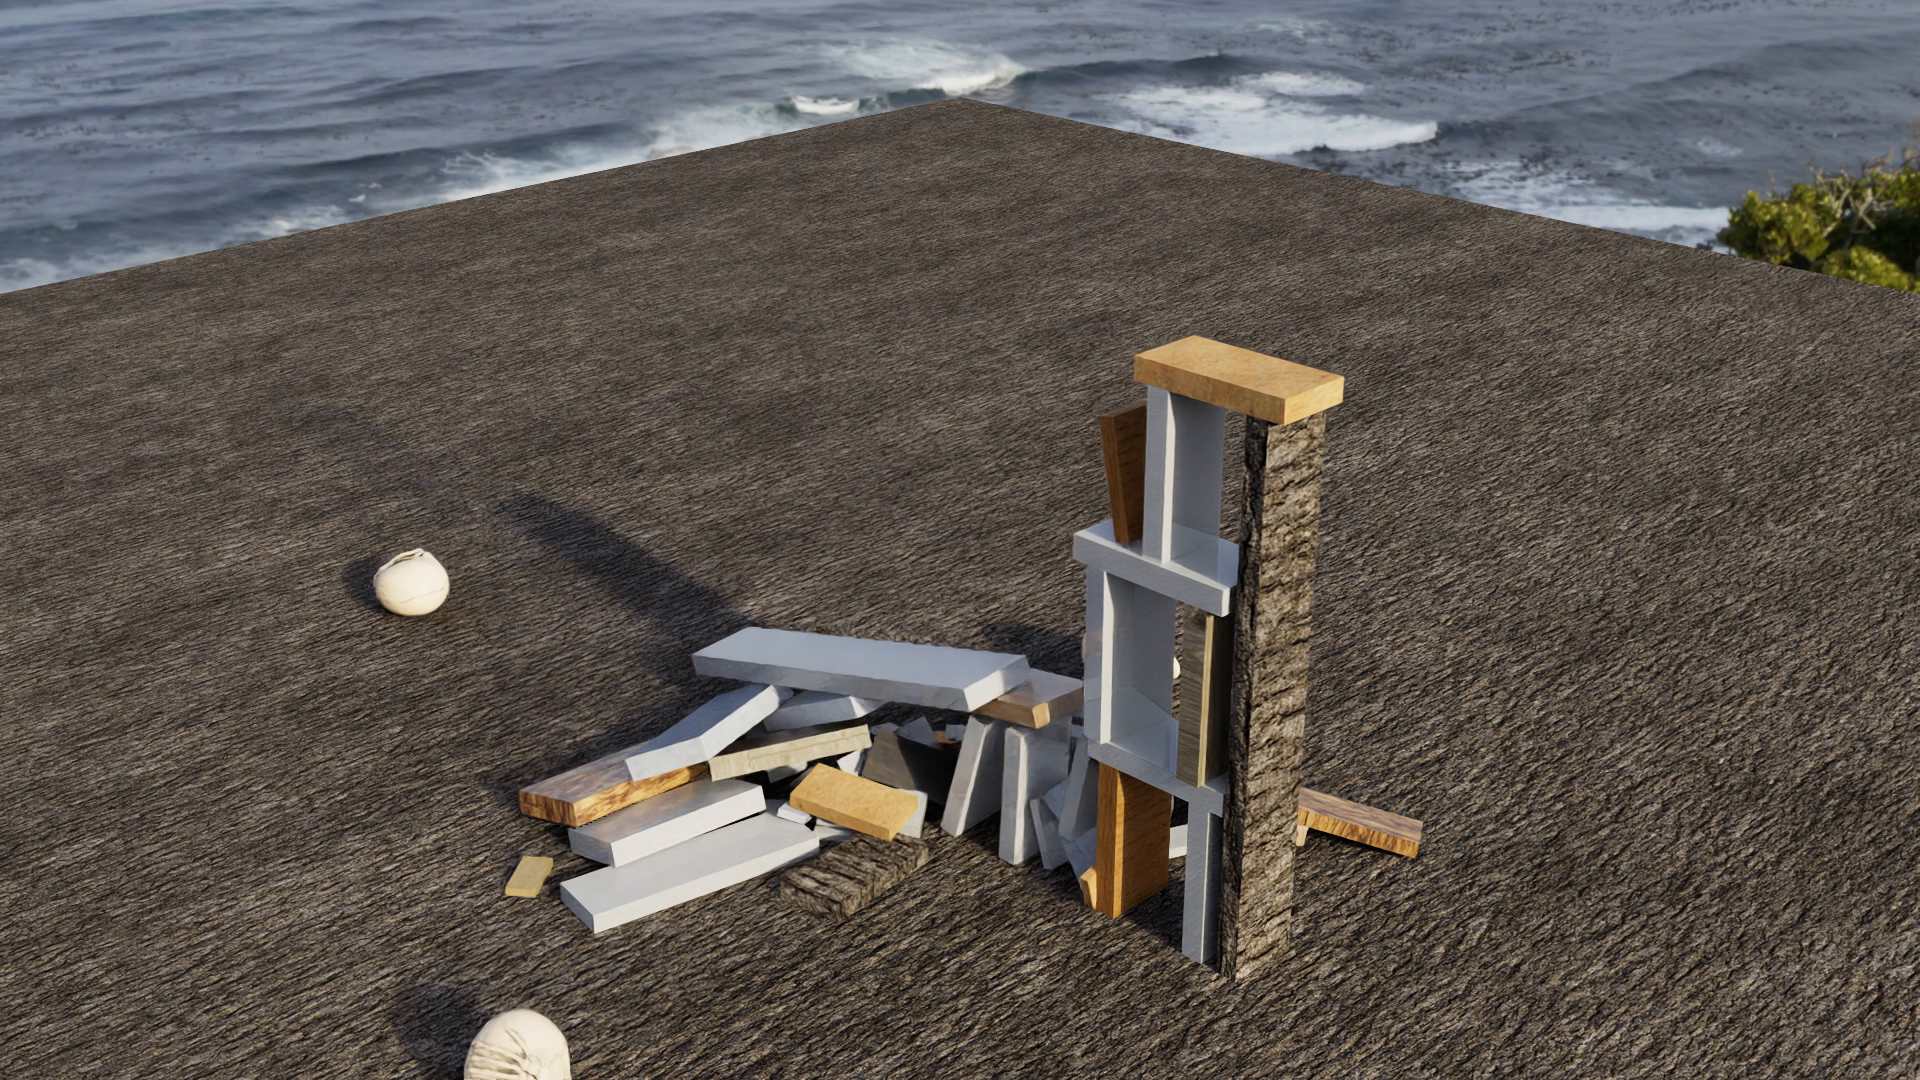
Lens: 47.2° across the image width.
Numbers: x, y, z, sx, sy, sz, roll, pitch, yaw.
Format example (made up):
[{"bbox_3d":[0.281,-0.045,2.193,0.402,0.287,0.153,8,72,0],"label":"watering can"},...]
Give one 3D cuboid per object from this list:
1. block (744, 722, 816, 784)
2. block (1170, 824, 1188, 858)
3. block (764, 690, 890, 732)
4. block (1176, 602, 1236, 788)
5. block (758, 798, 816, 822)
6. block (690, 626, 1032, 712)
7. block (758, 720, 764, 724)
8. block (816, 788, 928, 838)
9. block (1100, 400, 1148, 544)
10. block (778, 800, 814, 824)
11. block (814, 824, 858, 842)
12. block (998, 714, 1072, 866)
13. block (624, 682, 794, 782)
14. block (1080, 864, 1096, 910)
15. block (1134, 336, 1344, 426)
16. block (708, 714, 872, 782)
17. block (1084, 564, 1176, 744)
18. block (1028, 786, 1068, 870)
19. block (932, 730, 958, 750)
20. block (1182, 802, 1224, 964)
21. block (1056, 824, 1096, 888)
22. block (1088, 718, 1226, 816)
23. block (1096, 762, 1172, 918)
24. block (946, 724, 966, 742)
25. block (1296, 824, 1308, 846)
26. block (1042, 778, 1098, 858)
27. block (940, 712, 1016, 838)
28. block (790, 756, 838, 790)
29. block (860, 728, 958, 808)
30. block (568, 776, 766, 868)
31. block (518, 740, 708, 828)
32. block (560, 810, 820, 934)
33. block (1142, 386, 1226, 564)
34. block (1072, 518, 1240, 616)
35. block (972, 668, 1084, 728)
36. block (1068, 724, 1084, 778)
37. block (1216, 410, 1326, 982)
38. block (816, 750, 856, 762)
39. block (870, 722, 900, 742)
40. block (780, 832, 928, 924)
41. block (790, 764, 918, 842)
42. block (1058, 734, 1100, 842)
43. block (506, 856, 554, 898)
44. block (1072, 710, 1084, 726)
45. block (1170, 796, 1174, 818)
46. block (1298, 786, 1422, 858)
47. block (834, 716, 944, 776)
[{"bbox_3d":[-0.383,0.440,4.649,0.103,0.029,0.207,-20,25,-13],"label":"block"},{"bbox_3d":[0.437,0.589,4.314,0.305,0.020,0.072,-8,24,-29],"label":"block"},{"bbox_3d":[-0.257,0.336,4.589,0.163,0.046,0.327,-24,6,-39],"label":"block"},{"bbox_3d":[0.457,0.245,3.827,0.170,0.340,0.048,-21,31,-41],"label":"block"},{"bbox_3d":[-0.344,0.548,4.449,0.117,0.017,0.058,2,23,4],"label":"block"},{"bbox_3d":[-0.228,0.259,4.535,0.163,0.046,0.960,-26,17,-35],"label":"block"},{"bbox_3d":[-0.437,0.391,4.786,0.112,0.016,0.056,9,49,14],"label":"block"},{"bbox_3d":[-0.174,0.537,4.395,0.208,0.029,0.104,7,35,5],"label":"block"},{"bbox_3d":[0.306,-0.120,3.835,0.113,0.226,0.032,-22,20,-41],"label":"block"},{"bbox_3d":[-0.317,0.536,4.397,0.058,0.017,0.117,16,14,13],"label":"block"},{"bbox_3d":[-0.237,0.580,4.374,0.104,0.015,0.052,4,23,8],"label":"block"},{"bbox_3d":[0.146,0.476,4.269,0.041,0.287,0.144,25,33,39],"label":"block"},{"bbox_3d":[-0.509,0.383,4.532,0.174,0.049,0.455,-18,6,21],"label":"block"},{"bbox_3d":[0.286,0.625,4.148,0.020,0.072,0.143,21,46,41],"label":"block"},{"bbox_3d":[0.456,-0.266,3.617,0.311,0.044,0.156,21,31,40],"label":"block"},{"bbox_3d":[-0.346,0.423,4.506,0.327,0.046,0.163,-12,4,-2],"label":"block"},{"bbox_3d":[0.307,0.185,3.967,0.170,0.340,0.048,-16,27,-33],"label":"block"},{"bbox_3d":[0.180,0.557,4.262,0.072,0.145,0.021,-22,14,-41],"label":"block"},{"bbox_3d":[-0.057,0.430,4.729,0.104,0.015,0.052,2,23,4],"label":"block"},{"bbox_3d":[0.474,0.591,3.966,0.045,0.315,0.157,21,31,41],"label":"block"},{"bbox_3d":[0.244,0.604,4.218,0.072,0.021,0.145,-1,47,-26],"label":"block"},{"bbox_3d":[0.400,0.396,3.964,0.158,0.045,0.315,-21,31,-41],"label":"block"},{"bbox_3d":[0.325,0.533,4.102,0.045,0.315,0.158,21,31,41],"label":"block"},{"bbox_3d":[0.062,0.415,4.587,0.108,0.030,0.215,4,-8,24],"label":"block"},{"bbox_3d":[0.559,0.519,4.431,0.157,0.044,0.314,5,19,-20],"label":"block"},{"bbox_3d":[0.228,0.533,4.230,0.072,0.021,0.145,-27,75,-42],"label":"block"},{"bbox_3d":[0.050,0.442,4.350,0.041,0.287,0.144,34,38,27],"label":"block"},{"bbox_3d":[-0.298,0.486,4.532,0.104,0.015,0.052,-37,28,-18],"label":"block"},{"bbox_3d":[-0.086,0.468,4.462,0.208,0.104,0.029,20,-20,1],"label":"block"},{"bbox_3d":[-0.578,0.551,4.344,0.347,0.049,0.174,-18,14,-36],"label":"block"},{"bbox_3d":[-0.701,0.491,4.465,0.174,0.049,0.347,5,17,41],"label":"block"},{"bbox_3d":[-0.514,0.630,4.225,0.488,0.039,0.139,-16,27,-32],"label":"block"},{"bbox_3d":[0.383,-0.130,3.753,0.044,0.311,0.156,21,31,40],"label":"block"},{"bbox_3d":[0.379,0.036,3.823,0.170,0.048,0.340,-21,31,-40],"label":"block"},{"bbox_3d":[0.120,0.297,4.212,0.144,0.041,0.287,-20,15,-29],"label":"block"},{"bbox_3d":[0.232,0.464,4.365,0.118,0.236,0.033,12,42,25],"label":"block"},{"bbox_3d":[0.529,0.271,3.766,0.156,1.059,0.044,-21,31,-41],"label":"block"},{"bbox_3d":[-0.257,0.454,4.600,0.104,0.029,0.207,-28,27,-3],"label":"block"},{"bbox_3d":[-0.146,0.422,4.710,0.067,0.019,0.134,-13,16,-27],"label":"block"},{"bbox_3d":[-0.200,0.635,4.213,0.139,0.039,0.277,17,28,34],"label":"block"},{"bbox_3d":[-0.211,0.518,4.354,0.226,0.032,0.113,16,36,23],"label":"block"},{"bbox_3d":[0.254,0.446,4.138,0.033,0.236,0.118,33,40,31],"label":"block"},{"bbox_3d":[-0.826,0.645,4.218,0.059,0.017,0.117,3,23,6],"label":"block"},{"bbox_3d":[0.232,0.404,4.458,0.157,0.314,0.044,4,61,9],"label":"block"},{"bbox_3d":[0.356,0.546,4.366,0.118,0.033,0.236,1,12,11],"label":"block"},{"bbox_3d":[0.673,0.525,4.361,0.483,0.032,0.113,15,18,11],"label":"block"},{"bbox_3d":[-0.140,0.453,4.501,0.208,0.104,0.029,-26,-9,-19],"label":"block"}]
